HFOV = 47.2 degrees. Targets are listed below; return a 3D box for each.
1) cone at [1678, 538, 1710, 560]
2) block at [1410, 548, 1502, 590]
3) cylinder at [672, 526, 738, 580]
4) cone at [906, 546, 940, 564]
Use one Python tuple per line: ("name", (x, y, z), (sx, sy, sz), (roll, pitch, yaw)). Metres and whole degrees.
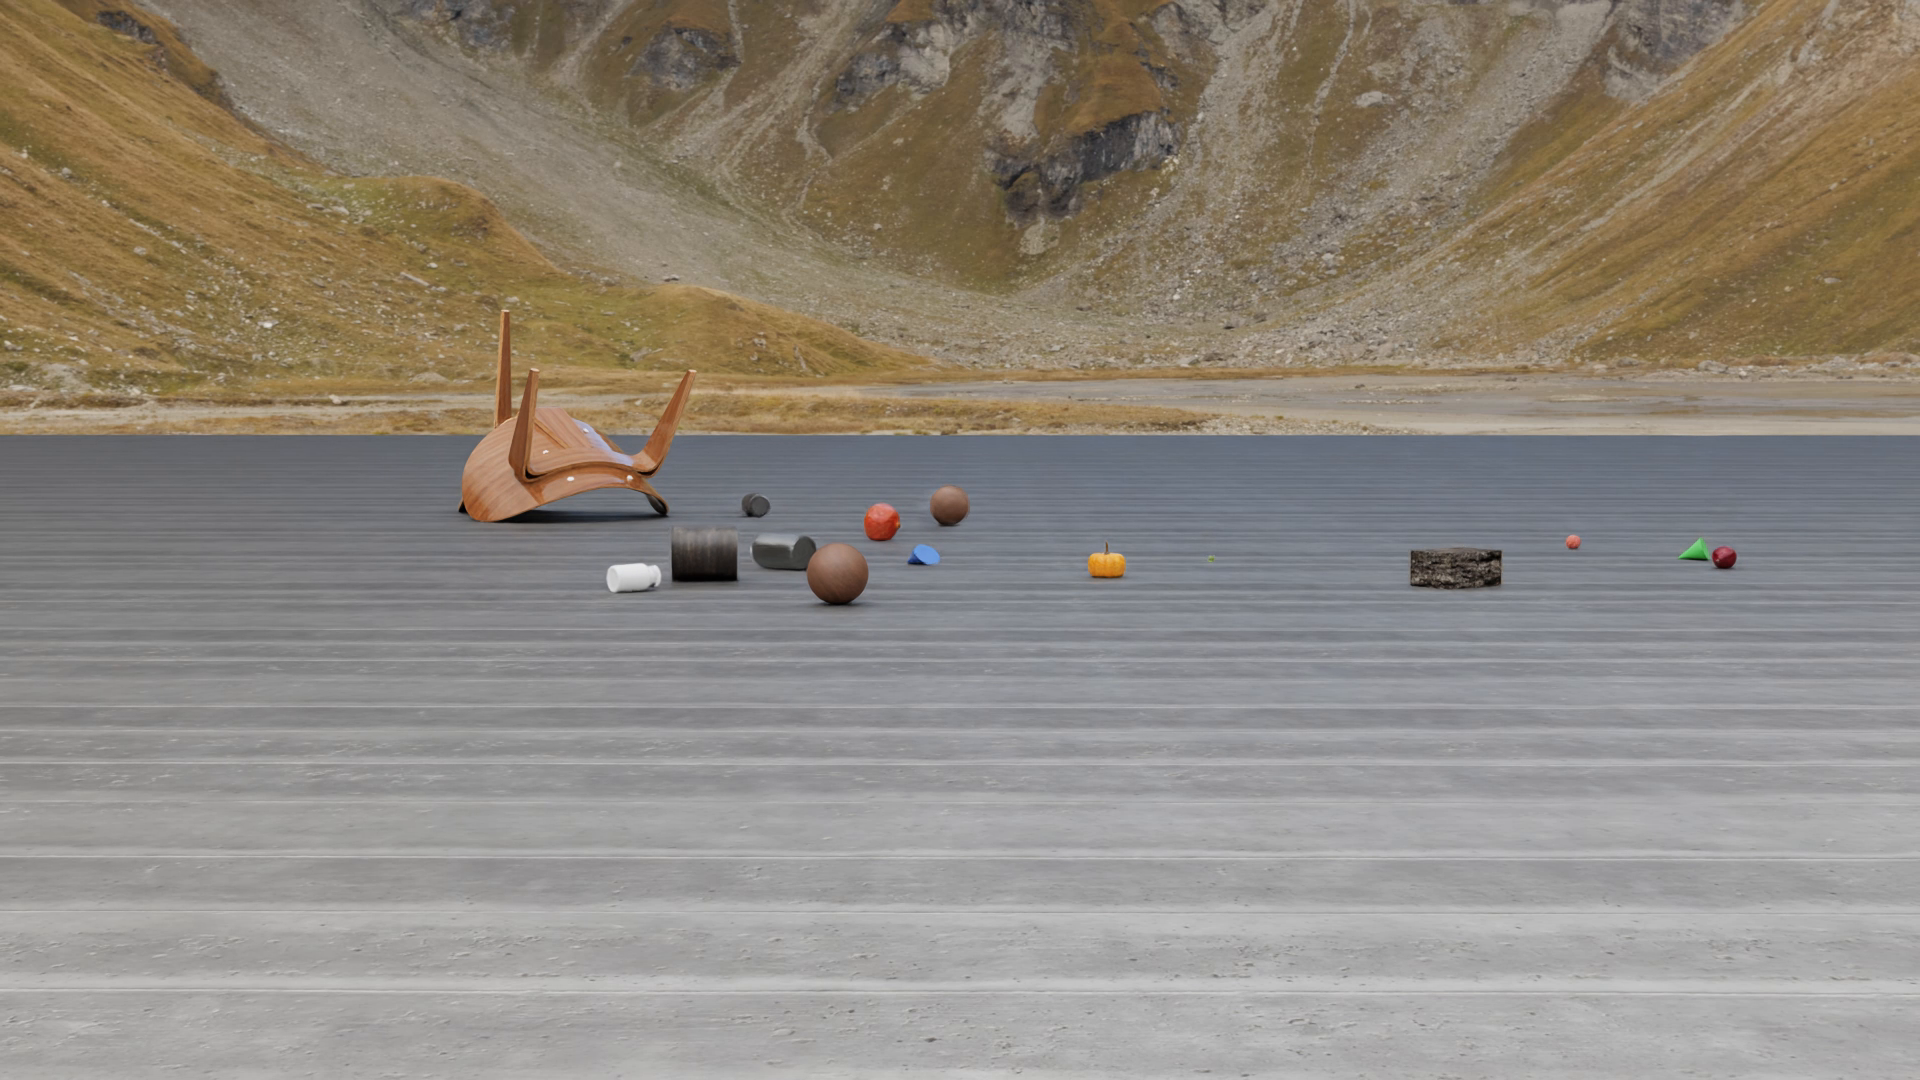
("cone", (1.930, 0.036, 5.808), (0.076, 0.062, 0.100), (-23, -1, 24))
("block", (1.133, 0.064, 5.023), (0.168, 0.081, 0.122), (-3, 5, -35))
("cylinder", (-0.601, 0.031, 5.166), (0.152, 0.137, 0.114), (0, 46, -7))
("cone", (-0.111, 0.049, 5.650), (0.085, 0.049, 0.086), (19, -26, -36))
